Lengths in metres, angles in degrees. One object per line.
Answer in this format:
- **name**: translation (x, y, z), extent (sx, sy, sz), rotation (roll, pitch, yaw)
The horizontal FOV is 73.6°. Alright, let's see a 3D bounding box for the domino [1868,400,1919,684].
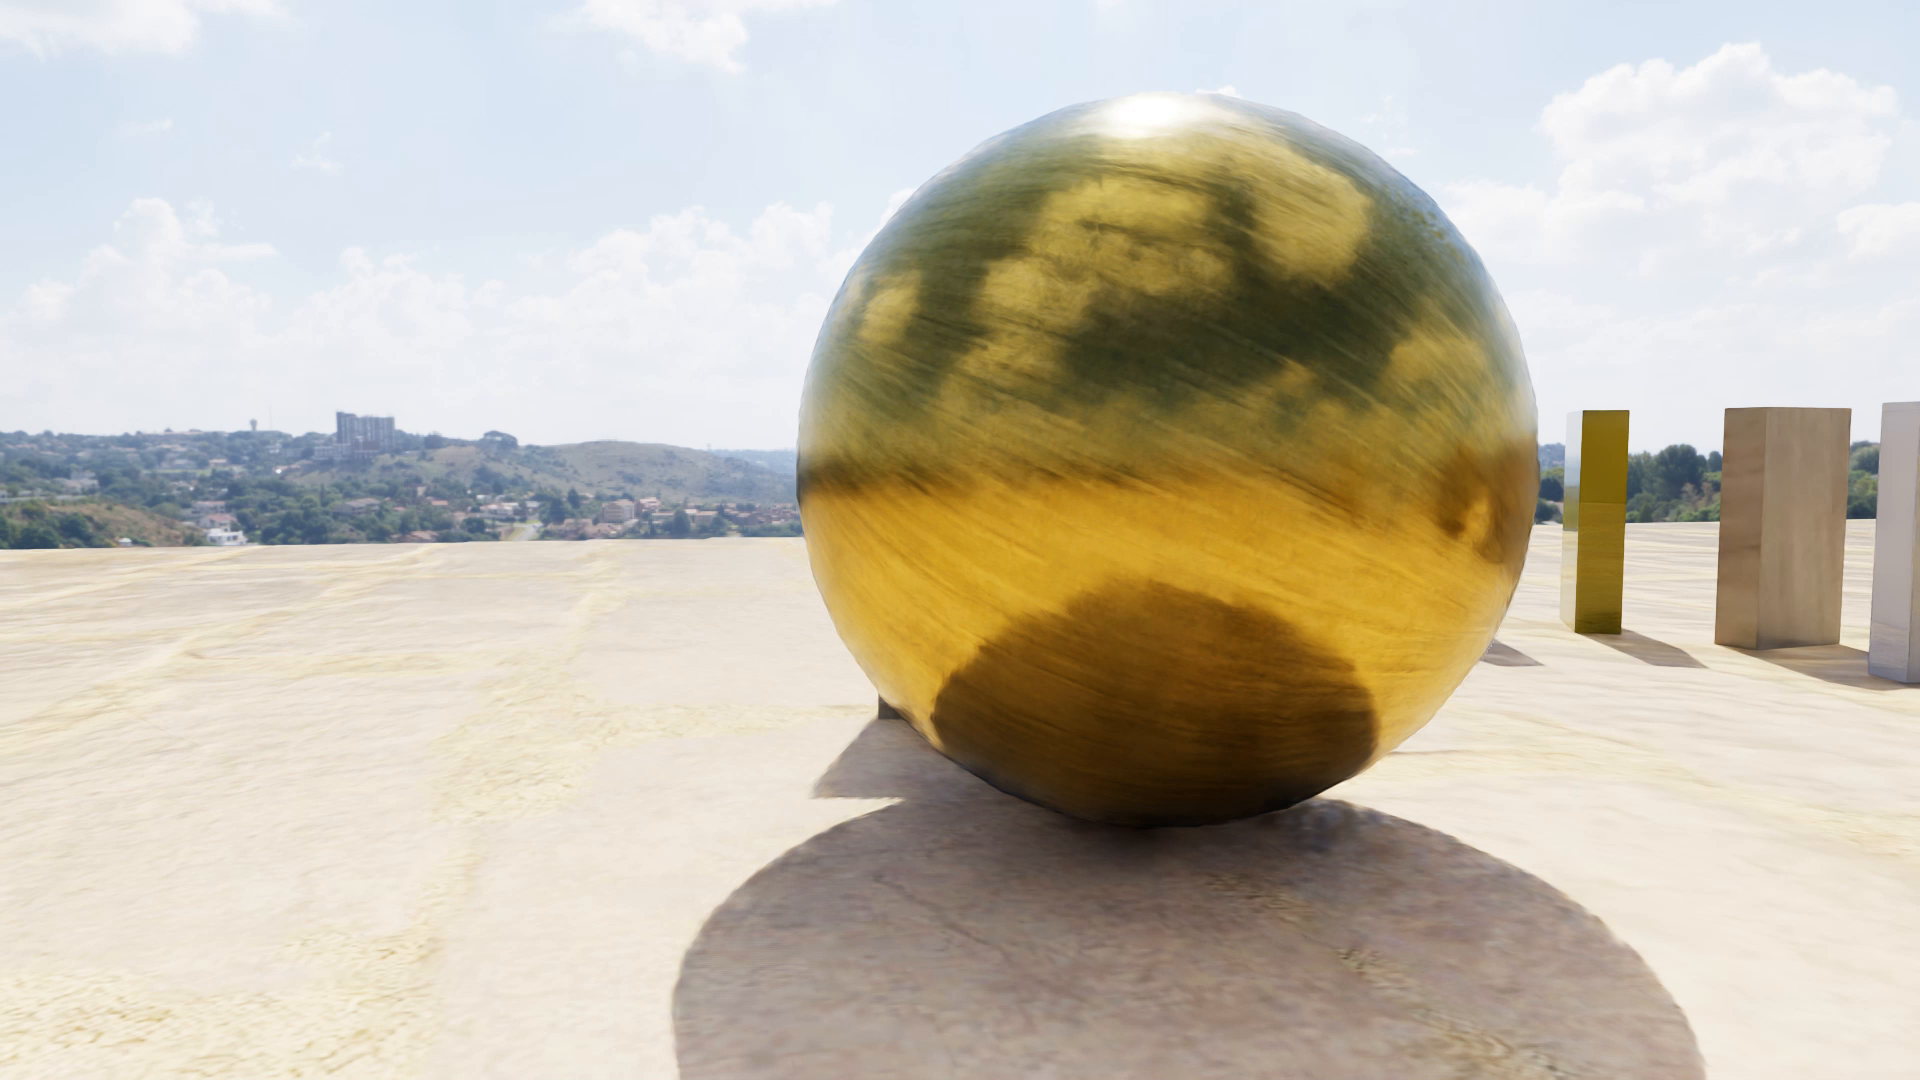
- **domino**: translation (0.181, 0.000, 0.231), extent (0.025, 0.050, 0.009), rotation (0, 4, -1)

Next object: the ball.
- **ball**: translation (0.022, -0.008, 0.145), extent (0.080, 0.080, 0.080), rotation (0, 4, 0)

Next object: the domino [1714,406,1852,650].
- **domino**: translation (0.174, -0.003, 0.271), extent (0.025, 0.050, 0.009), rotation (-2, 5, -21)

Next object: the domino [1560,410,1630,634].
- **domino**: translation (0.147, -0.005, 0.298), extent (0.010, 0.050, 0.025), rotation (1, 5, 18)

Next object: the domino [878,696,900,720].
- **domino**: translation (0.000, 0.002, 0.201), extent (0.025, 0.050, 0.009), rotation (0, 4, 0)
